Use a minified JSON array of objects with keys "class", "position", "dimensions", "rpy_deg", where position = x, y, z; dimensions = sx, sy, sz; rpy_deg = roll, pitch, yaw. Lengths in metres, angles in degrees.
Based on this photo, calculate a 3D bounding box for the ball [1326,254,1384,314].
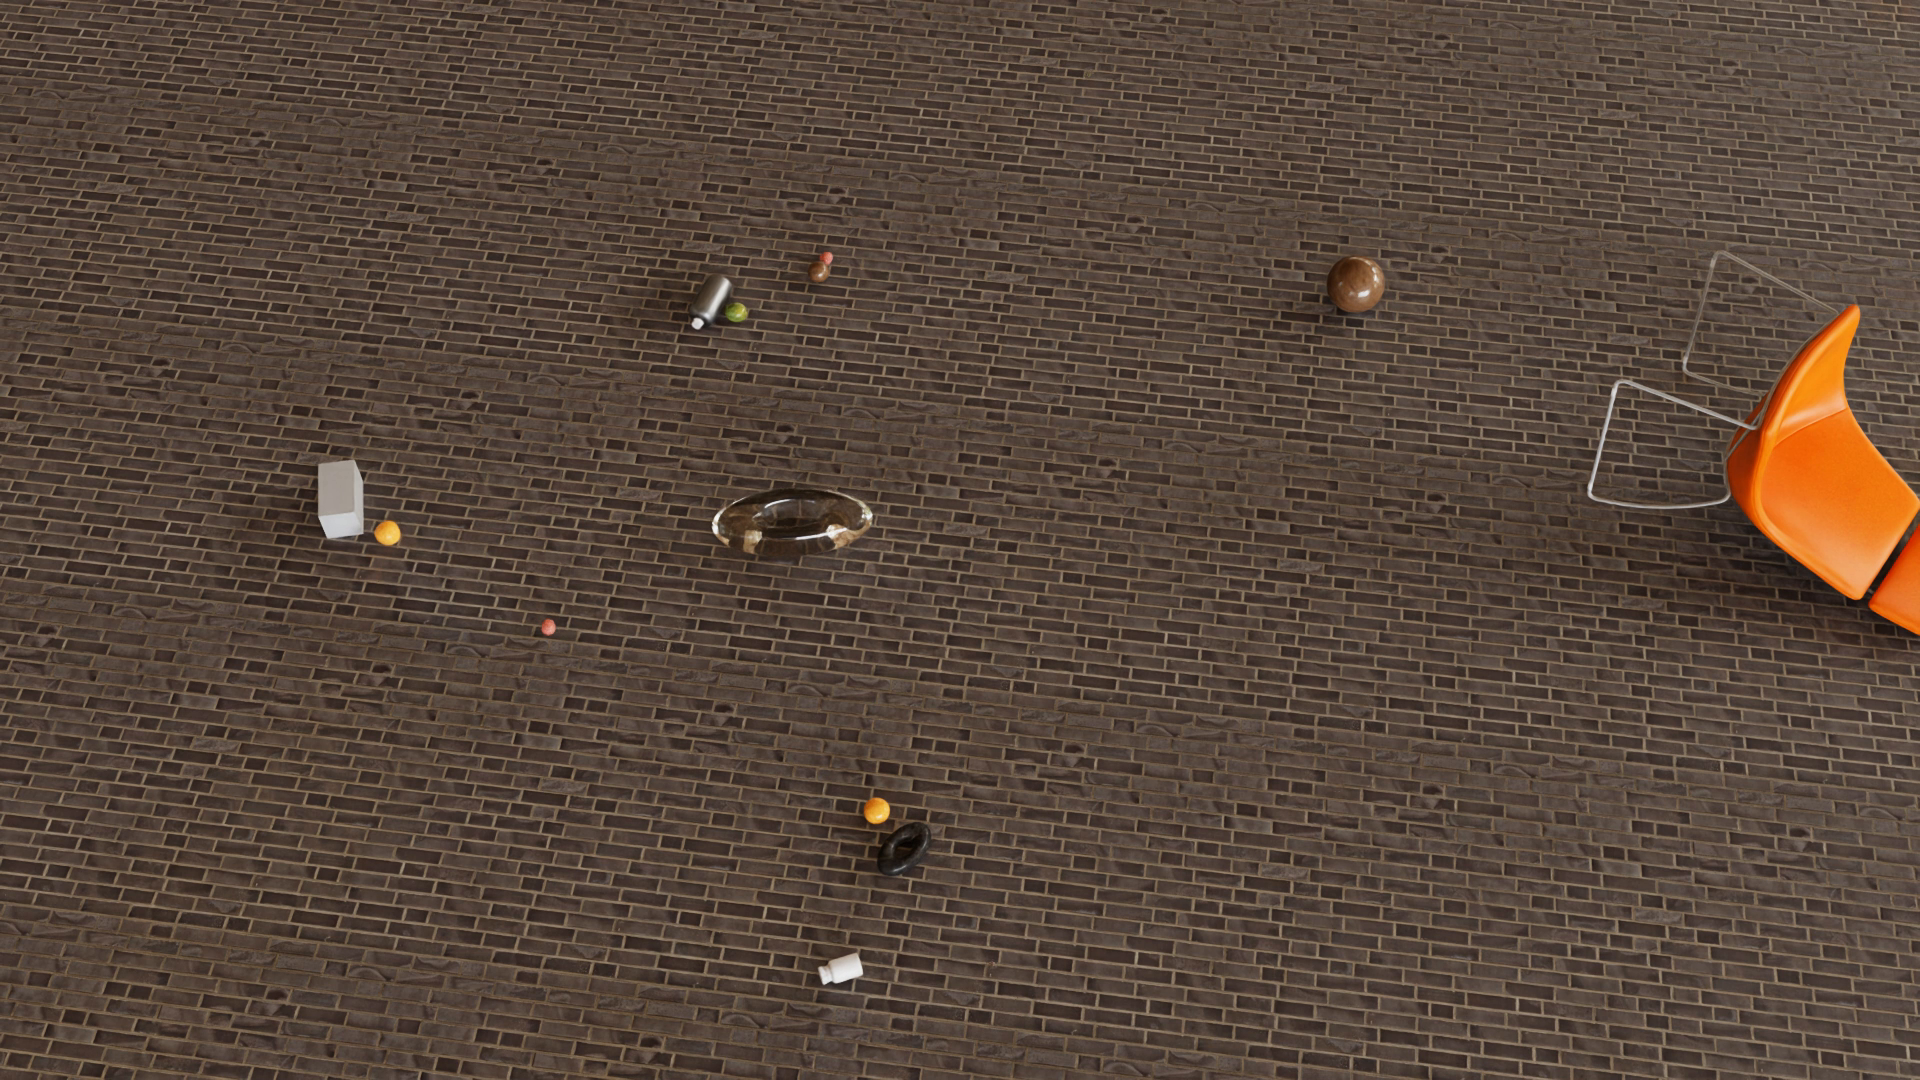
[{"class":"ball","position":[1.261,-0.816,7.010],"dimensions":[0.185,0.185,0.185],"rpy_deg":[0,56,0]}]

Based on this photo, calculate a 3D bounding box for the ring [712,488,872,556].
[{"class":"ring","position":[-0.497,-0.053,6.535],"dimensions":[0.479,0.127,0.204],"rpy_deg":[-3,58,-2]}]

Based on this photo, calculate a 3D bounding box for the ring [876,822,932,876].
[{"class":"ring","position":[-0.152,0.840,5.981],"dimensions":[0.110,0.050,0.184],"rpy_deg":[36,64,23]}]

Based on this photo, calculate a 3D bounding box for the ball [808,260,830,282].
[{"class":"ball","position":[-0.458,-0.868,7.115],"dimensions":[0.069,0.069,0.069],"rpy_deg":[0,56,0]}]

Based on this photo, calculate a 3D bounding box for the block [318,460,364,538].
[{"class":"block","position":[-1.854,-0.123,6.586],"dimensions":[0.106,0.116,0.193],"rpy_deg":[-7,56,-5]}]
